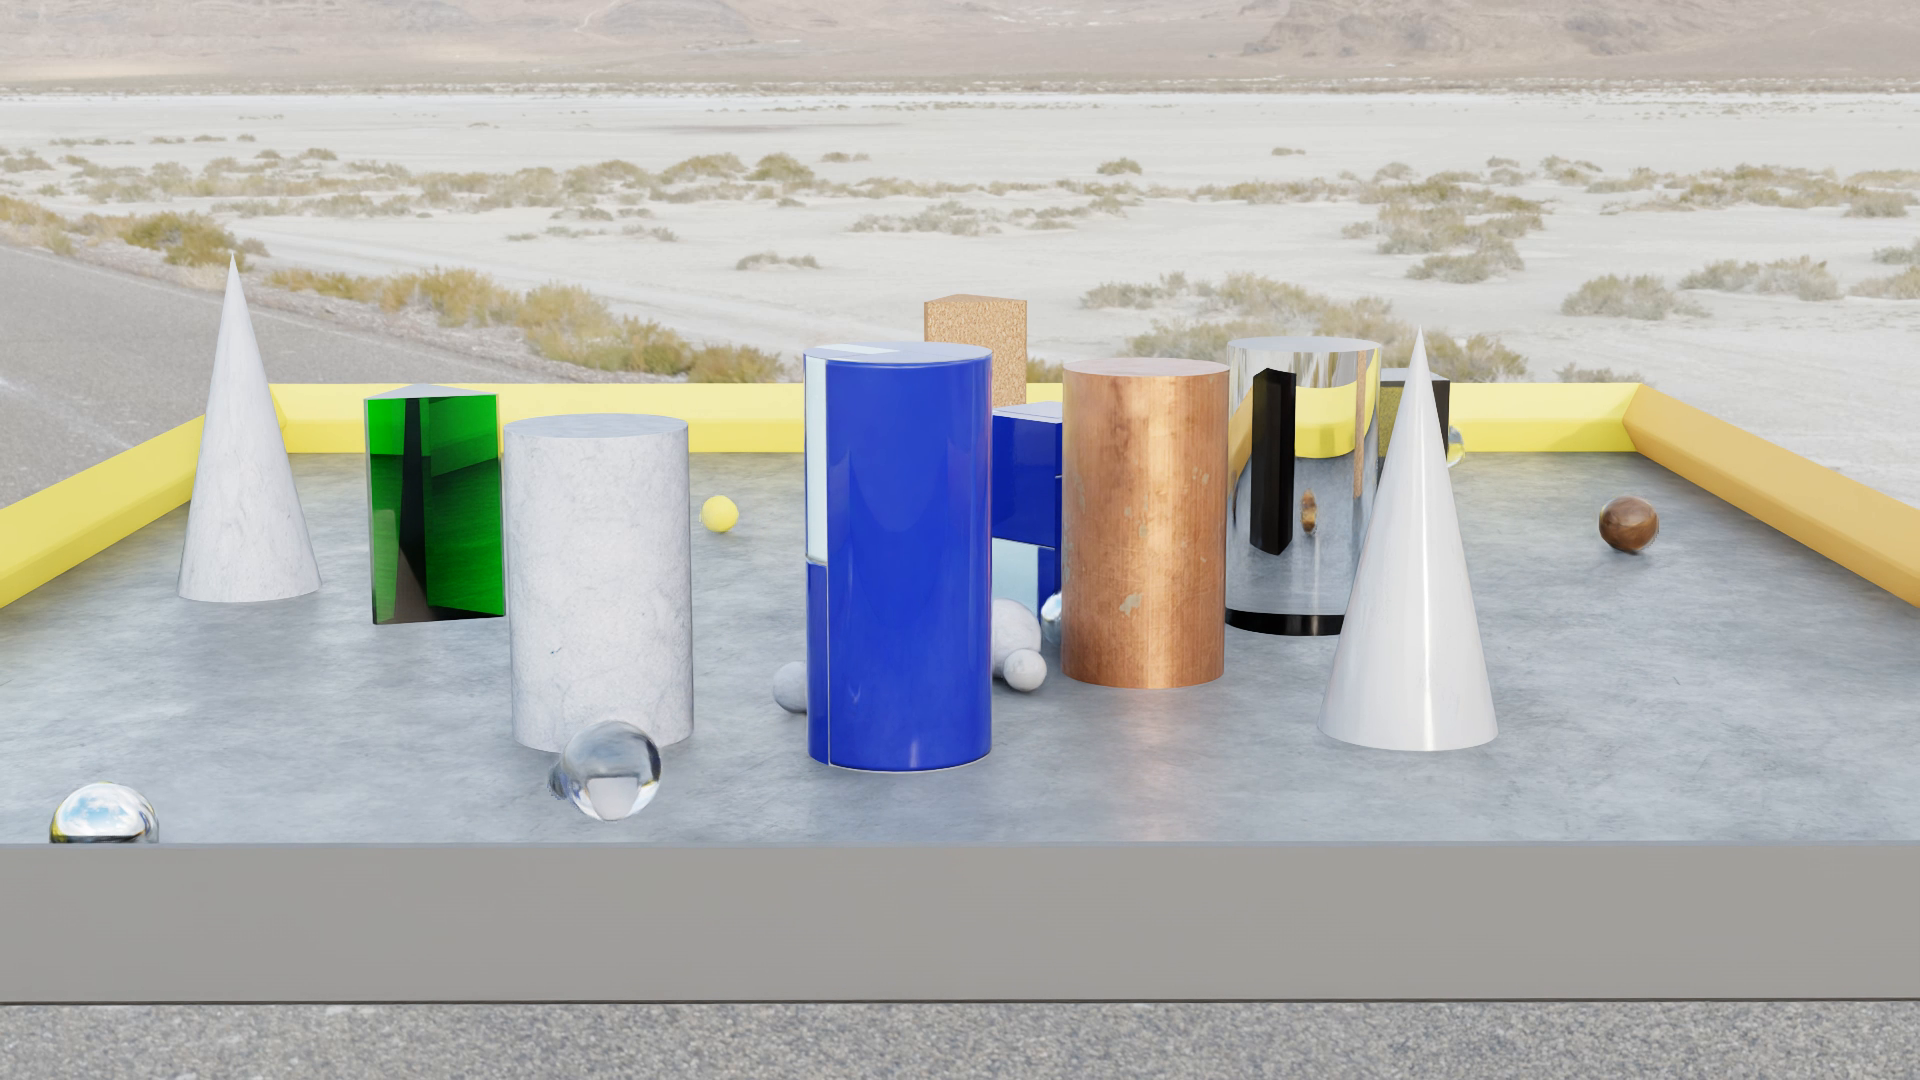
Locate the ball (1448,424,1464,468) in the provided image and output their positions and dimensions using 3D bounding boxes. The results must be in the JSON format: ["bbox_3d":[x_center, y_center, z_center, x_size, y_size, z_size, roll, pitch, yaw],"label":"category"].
[{"bbox_3d":[0.881,-0.172,4.693,0.083,0.083,0.083,0,10,0],"label":"ball"}]

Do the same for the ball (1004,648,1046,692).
[{"bbox_3d":[0.076,0.153,3.022,0.051,0.051,0.051,0,10,0],"label":"ball"}]

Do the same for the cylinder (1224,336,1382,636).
[{"bbox_3d":[0.449,-0.075,3.383,0.200,0.368,0.200,0,10,0],"label":"cylinder"}]

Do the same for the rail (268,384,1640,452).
[{"bbox_3d":[-0.008,-0.229,4.868,2.613,0.130,0.045,0,10,0],"label":"rail"}]

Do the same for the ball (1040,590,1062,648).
[{"bbox_3d":[0.140,0.099,3.240,0.078,0.078,0.078,0,10,0],"label":"ball"}]

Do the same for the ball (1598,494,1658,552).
[{"bbox_3d":[1.014,-0.026,3.895,0.087,0.087,0.087,0,10,0],"label":"ball"}]

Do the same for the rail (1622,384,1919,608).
[{"bbox_3d":[1.283,0.032,3.456,0.045,0.130,2.935,0,10,0],"label":"rail"}]

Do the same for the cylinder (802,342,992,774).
[{"bbox_3d":[-0.065,0.013,2.734,0.200,0.431,0.200,0,10,0],"label":"cylinder"}]

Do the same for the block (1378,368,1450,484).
[{"bbox_3d":[0.653,-0.127,3.967,0.160,0.259,0.160,-1,11,-6],"label":"block"}]

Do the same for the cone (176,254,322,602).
[{"bbox_3d":[-1.004,-0.166,3.584,0.200,0.474,0.200,0,10,0],"label":"cone"}]

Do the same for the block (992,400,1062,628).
[{"bbox_3d":[0.123,-0.036,3.433,0.160,0.274,0.160,10,15,44],"label":"block"}]

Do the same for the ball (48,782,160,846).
[{"bbox_3d":[-0.767,0.264,2.300,0.095,0.095,0.095,0,10,0],"label":"ball"}]

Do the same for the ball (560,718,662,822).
[{"bbox_3d":[-0.341,0.224,2.504,0.100,0.100,0.100,0,10,0],"label":"ball"}]

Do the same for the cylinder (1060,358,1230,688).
[{"bbox_3d":[0.223,-0.025,3.102,0.200,0.372,0.200,0,10,0],"label":"cylinder"}]

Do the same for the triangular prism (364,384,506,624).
[{"bbox_3d":[-0.714,-0.053,3.456,0.173,0.300,0.150,-3,11,-18],"label":"triangular prism"}]

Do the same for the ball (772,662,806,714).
[{"bbox_3d":[-0.184,0.168,2.921,0.059,0.059,0.059,0,10,0],"label":"ball"}]

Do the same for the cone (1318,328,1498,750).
[{"bbox_3d":[0.498,-0.013,2.819,0.200,0.451,0.200,0,10,0],"label":"cone"}]

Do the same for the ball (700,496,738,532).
[{"bbox_3d":[-0.380,-0.041,4.050,0.059,0.059,0.059,0,10,0],"label":"ball"}]

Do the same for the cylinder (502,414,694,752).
[{"bbox_3d":[-0.395,0.043,2.816,0.200,0.342,0.200,0,10,0],"label":"cylinder"}]

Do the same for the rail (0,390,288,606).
[{"bbox_3d":[-1.283,0.035,3.441,0.045,0.130,2.935,0,10,0],"label":"rail"}]

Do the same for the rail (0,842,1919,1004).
[{"bbox_3d":[0.008,0.296,2.029,2.613,0.130,0.045,0,10,0],"label":"rail"}]

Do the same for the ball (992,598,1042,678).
[{"bbox_3d":[0.051,0.118,3.092,0.096,0.096,0.096,0,10,0],"label":"ball"}]

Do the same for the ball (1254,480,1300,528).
[{"bbox_3d":[0.507,-0.058,4.100,0.074,0.074,0.074,0,10,0],"label":"ball"}]

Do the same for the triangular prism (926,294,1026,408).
[{"bbox_3d":[0.013,-0.246,4.392,0.173,0.338,0.150,-2,11,-10],"label":"triangular prism"}]

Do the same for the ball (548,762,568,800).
[{"bbox_3d":[-0.393,0.240,2.580,0.041,0.041,0.041,0,10,0],"label":"ball"}]
